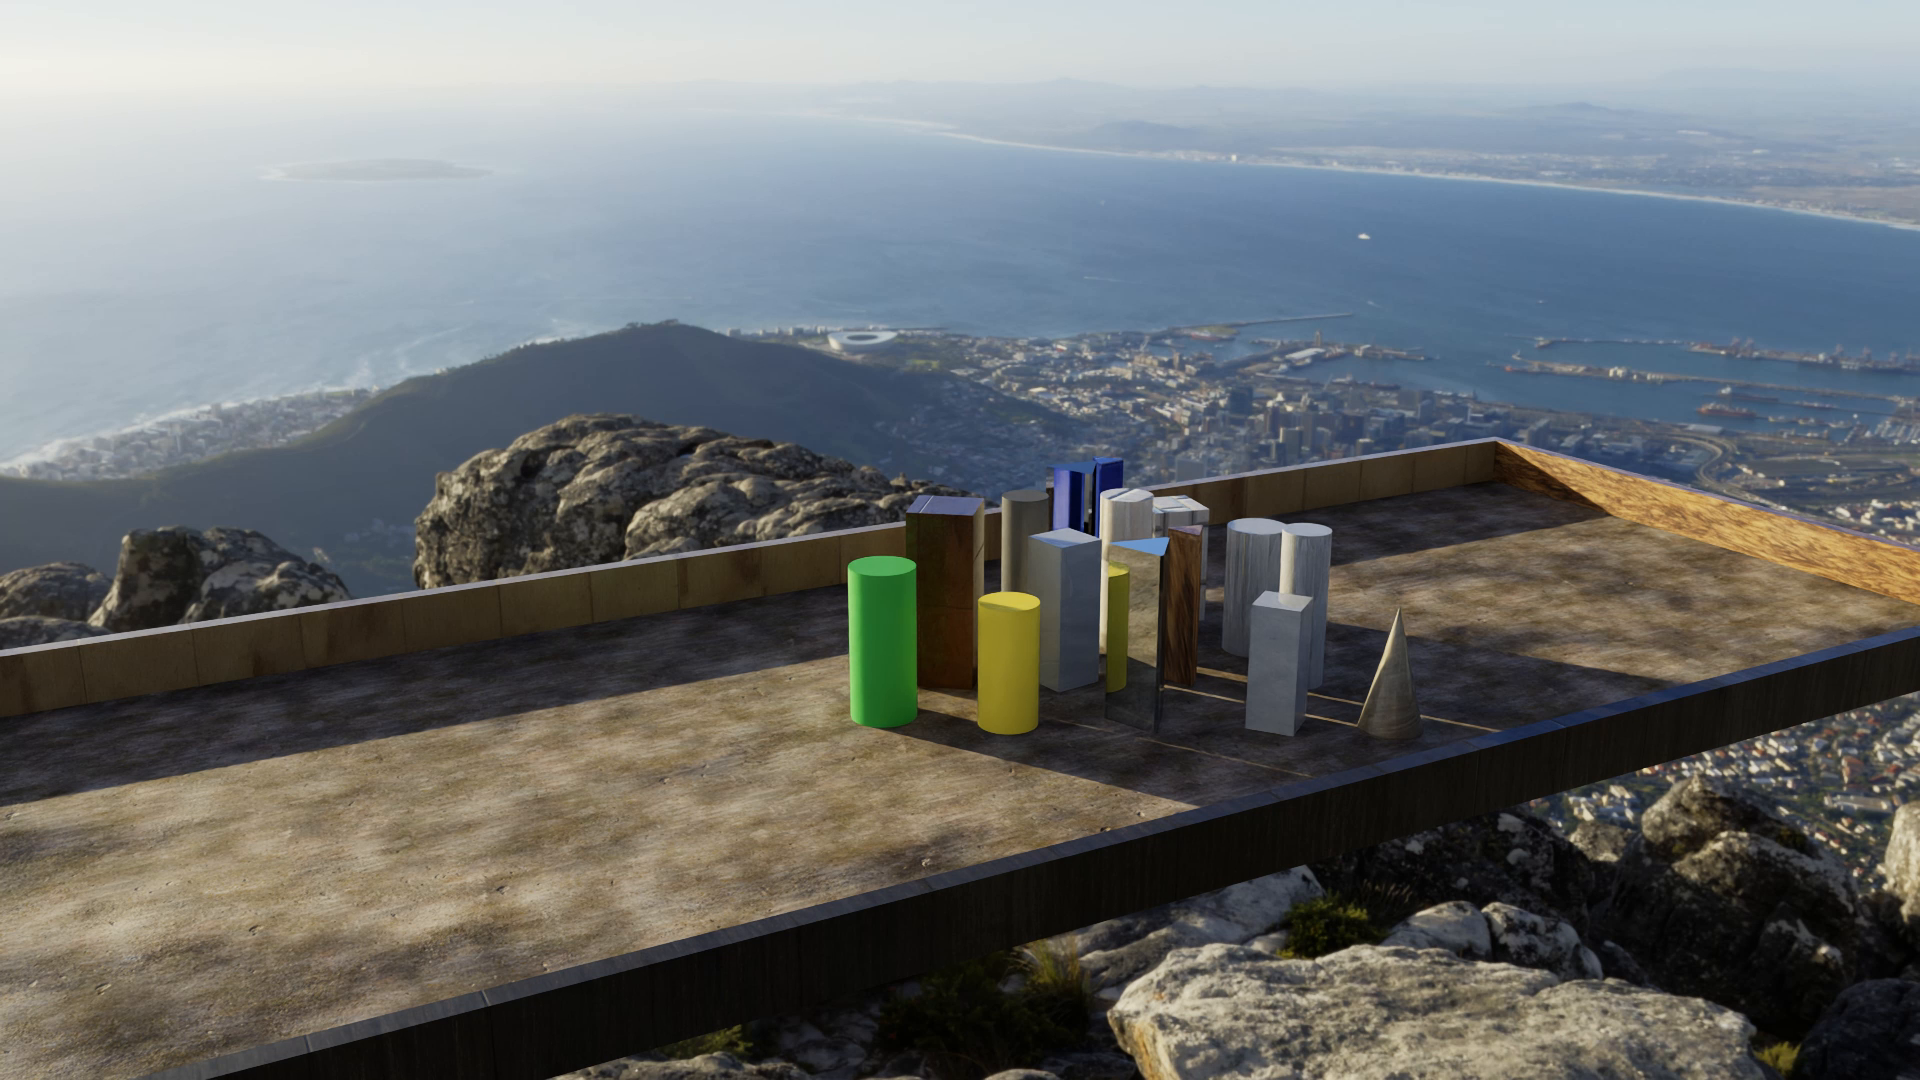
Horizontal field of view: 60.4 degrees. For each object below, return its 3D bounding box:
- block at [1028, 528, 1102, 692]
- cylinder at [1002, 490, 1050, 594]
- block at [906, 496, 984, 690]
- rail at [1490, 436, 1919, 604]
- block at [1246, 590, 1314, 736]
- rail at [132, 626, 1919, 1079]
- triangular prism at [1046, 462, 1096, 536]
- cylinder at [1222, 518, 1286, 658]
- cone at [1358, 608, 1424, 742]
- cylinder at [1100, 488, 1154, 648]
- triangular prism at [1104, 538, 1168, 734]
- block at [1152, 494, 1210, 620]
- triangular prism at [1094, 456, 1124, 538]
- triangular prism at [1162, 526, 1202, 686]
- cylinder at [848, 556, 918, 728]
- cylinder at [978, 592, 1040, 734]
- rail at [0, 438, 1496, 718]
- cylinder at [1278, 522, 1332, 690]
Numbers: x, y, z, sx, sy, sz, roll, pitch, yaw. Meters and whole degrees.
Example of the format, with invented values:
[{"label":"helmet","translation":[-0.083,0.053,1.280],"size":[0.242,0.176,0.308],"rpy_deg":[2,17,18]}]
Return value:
[{"label":"block","translation":[0.258,0.173,4.106],"size":[0.129,0.372,0.129],"rpy_deg":[-12,20,-35]},{"label":"cylinder","translation":[0.170,0.085,4.328],"size":[0.122,0.417,0.122],"rpy_deg":[0,16,0]},{"label":"block","translation":[-0.036,0.129,4.118],"size":[0.166,0.449,0.166],"rpy_deg":[3,17,10]},{"label":"rail","translation":[2.466,-0.048,5.253],"size":[0.050,0.150,2.100],"rpy_deg":[-9,18,-27]},{"label":"block","translation":[0.743,0.287,3.839],"size":[0.114,0.305,0.114],"rpy_deg":[8,18,25]},{"label":"rail","translation":[-2.336,1.006,1.665],"size":[12.000,0.150,0.050],"rpy_deg":[-9,18,-27]},{"label":"triangular prism","translation":[0.335,0.002,4.586],"size":[0.149,0.430,0.129],"rpy_deg":[13,21,37]},{"label":"cylinder","translation":[0.774,0.125,4.335],"size":[0.156,0.335,0.156],"rpy_deg":[0,16,0]},{"label":"cone","translation":[1.006,0.296,3.814],"size":[0.151,0.302,0.151],"rpy_deg":[0,16,0]},{"label":"cylinder","translation":[0.437,0.078,4.367],"size":[0.139,0.408,0.139],"rpy_deg":[0,16,0]},{"label":"triangular prism","translation":[0.442,0.215,3.858],"size":[0.149,0.432,0.129],"rpy_deg":[14,22,40]},{"label":"block","translation":[0.582,0.055,4.601],"size":[0.159,0.320,0.159],"rpy_deg":[-5,17,-16]},{"label":"triangular prism","translation":[0.415,-0.051,4.847],"size":[0.091,0.385,0.079],"rpy_deg":[-12,20,-36]},{"label":"triangular prism","translation":[0.573,0.160,4.113],"size":[0.091,0.394,0.079],"rpy_deg":[15,22,41]},{"label":"cylinder","translation":[-0.181,0.238,3.883],"size":[0.159,0.373,0.159],"rpy_deg":[0,16,0]},{"label":"cylinder","translation":[0.113,0.286,3.847],"size":[0.144,0.301,0.144],"rpy_deg":[0,16,0]},{"label":"rail","translation":[-3.305,0.497,3.399],"size":[12.000,0.150,0.050],"rpy_deg":[-9,18,-27]},{"label":"cylinder","translation":[0.850,0.165,4.091],"size":[0.120,0.396,0.120],"rpy_deg":[0,16,0]}]
